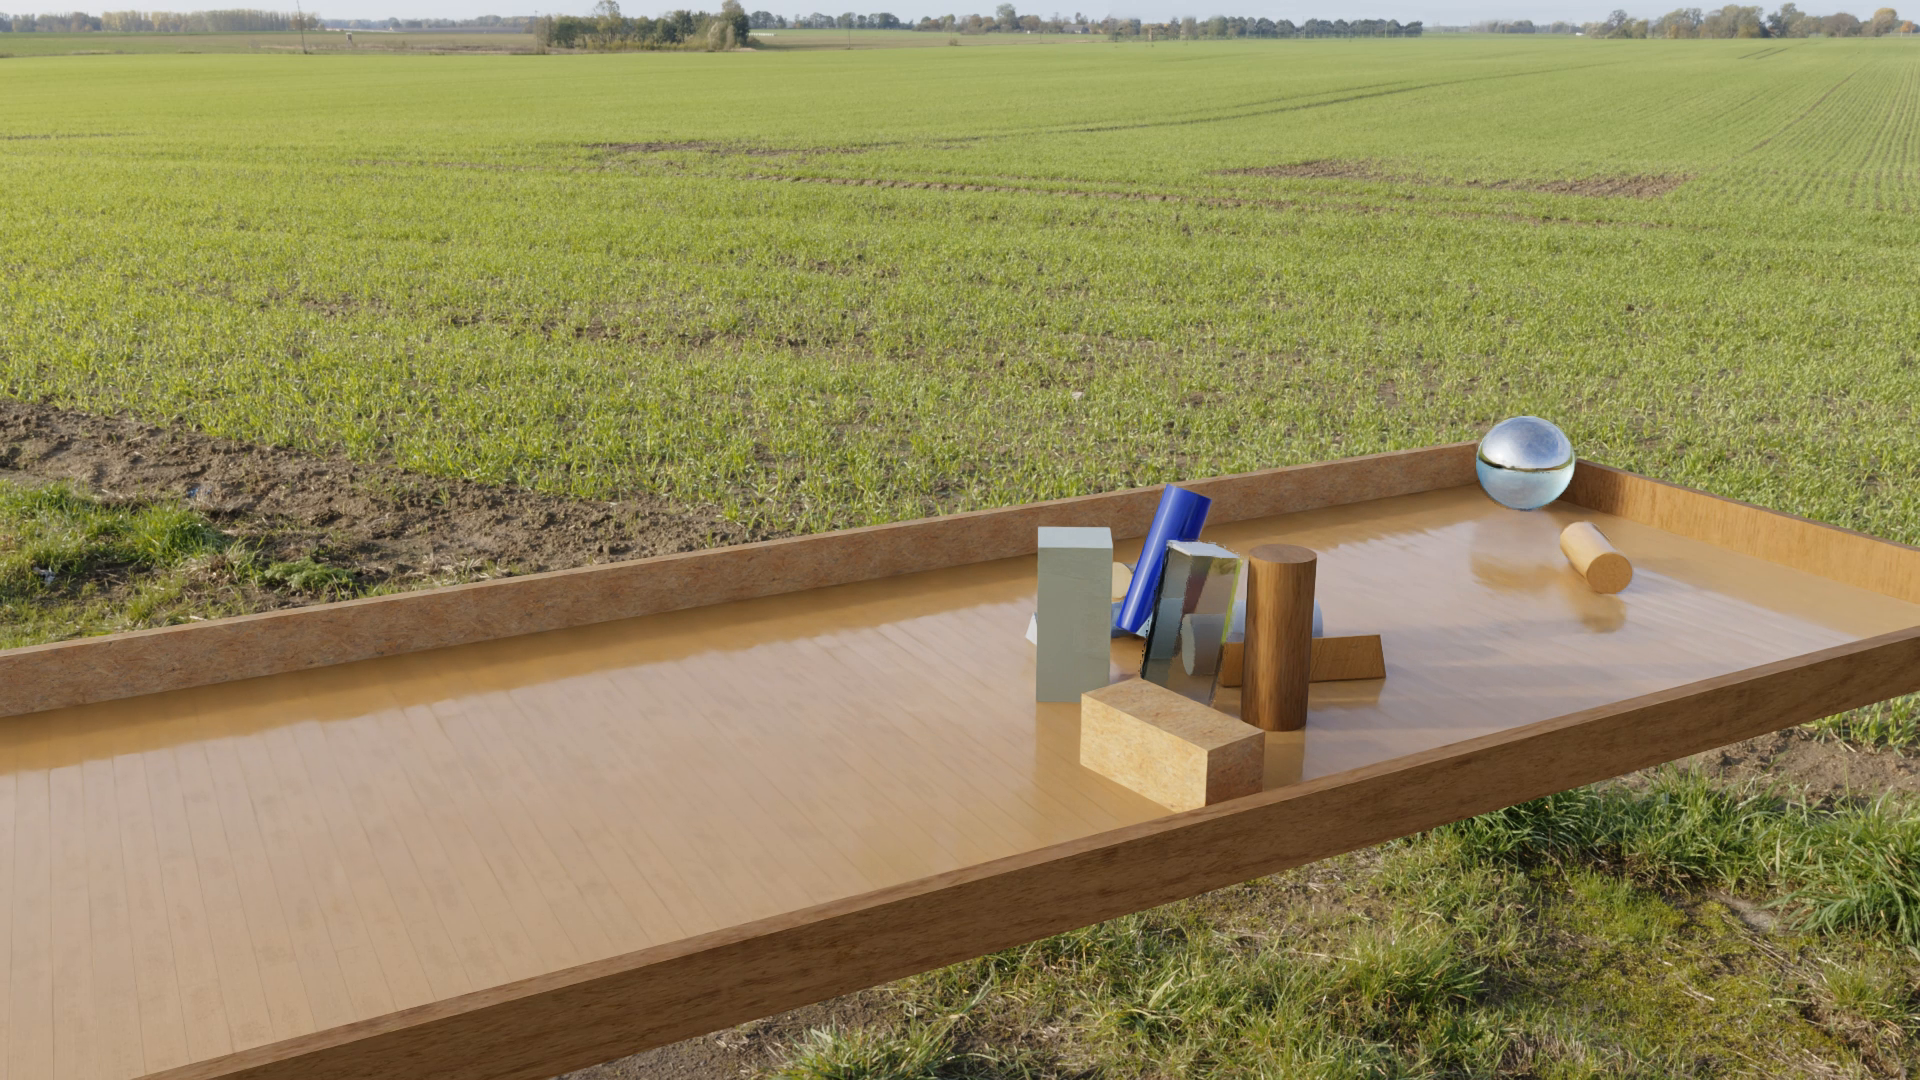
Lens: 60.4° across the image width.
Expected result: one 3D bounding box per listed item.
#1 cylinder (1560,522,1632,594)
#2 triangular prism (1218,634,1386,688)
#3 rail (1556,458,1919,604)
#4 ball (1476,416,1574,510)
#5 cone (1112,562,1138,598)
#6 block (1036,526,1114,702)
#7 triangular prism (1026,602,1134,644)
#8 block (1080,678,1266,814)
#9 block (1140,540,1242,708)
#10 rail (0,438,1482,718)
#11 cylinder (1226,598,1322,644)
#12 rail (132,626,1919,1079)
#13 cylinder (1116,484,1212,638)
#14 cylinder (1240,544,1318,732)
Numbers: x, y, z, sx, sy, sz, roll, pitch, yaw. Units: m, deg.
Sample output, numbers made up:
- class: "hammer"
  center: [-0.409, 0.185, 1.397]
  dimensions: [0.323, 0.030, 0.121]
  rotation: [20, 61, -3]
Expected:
- class: "cylinder"
  center: [1.908, 0.051, 4.957]
  dimensions: [0.126, 0.126, 0.337]
  rotation: [2, 16, 6]
- class: "triangular prism"
  center: [0.857, 0.295, 4.171]
  dimensions: [0.424, 0.095, 0.110]
  rotation: [-3, 16, -9]
- class: "rail"
  center: [2.466, -0.048, 5.253]
  dimensions: [0.050, 0.150, 2.100]
  rotation: [-9, 18, -27]
- class: "ball"
  center: [1.947, -0.266, 5.686]
  dimensions: [0.324, 0.324, 0.324]
  rotation: [0, 16, 0]
- class: "cone"
  center: [0.551, 0.100, 4.924]
  dimensions: [0.104, 0.104, 0.354]
  rotation: [10, 11, 32]
- class: "block"
  center: [0.277, 0.182, 4.040]
  dimensions: [0.177, 0.393, 0.177]
  rotation: [1, 16, 3]
- class: "triangular prism"
  center: [0.361, 0.216, 4.466]
  dimensions: [0.354, 0.083, 0.096]
  rotation: [-6, 18, -21]
- class: "block"
  center: [0.450, 0.446, 3.538]
  dimensions: [0.168, 0.168, 0.387]
  rotation: [-12, 20, -35]
- class: "block"
  center: [0.534, 0.218, 3.864]
  dimensions: [0.130, 0.407, 0.130]
  rotation: [4, 14, -22]
- class: "rail"
  center: [-3.305, 0.497, 3.399]
  dimensions: [12.000, 0.150, 0.050]
  rotation: [-9, 18, -27]
- class: "cylinder"
  center: [0.733, 0.232, 4.294]
  dimensions: [0.385, 0.153, 0.153]
  rotation: [-2, 16, -5]
- class: "rail"
  center: [-2.336, 1.006, 1.665]
  dimensions: [12.000, 0.150, 0.050]
  rotation: [-9, 18, -27]
- class: "cylinder"
  center: [0.543, 0.063, 4.399]
  dimensions: [0.130, 0.401, 0.130]
  rotation: [20, 1, 0]
- class: "cylinder"
  center: [0.743, 0.228, 3.853]
  dimensions: [0.155, 0.410, 0.155]
  rotation: [0, 16, 0]
